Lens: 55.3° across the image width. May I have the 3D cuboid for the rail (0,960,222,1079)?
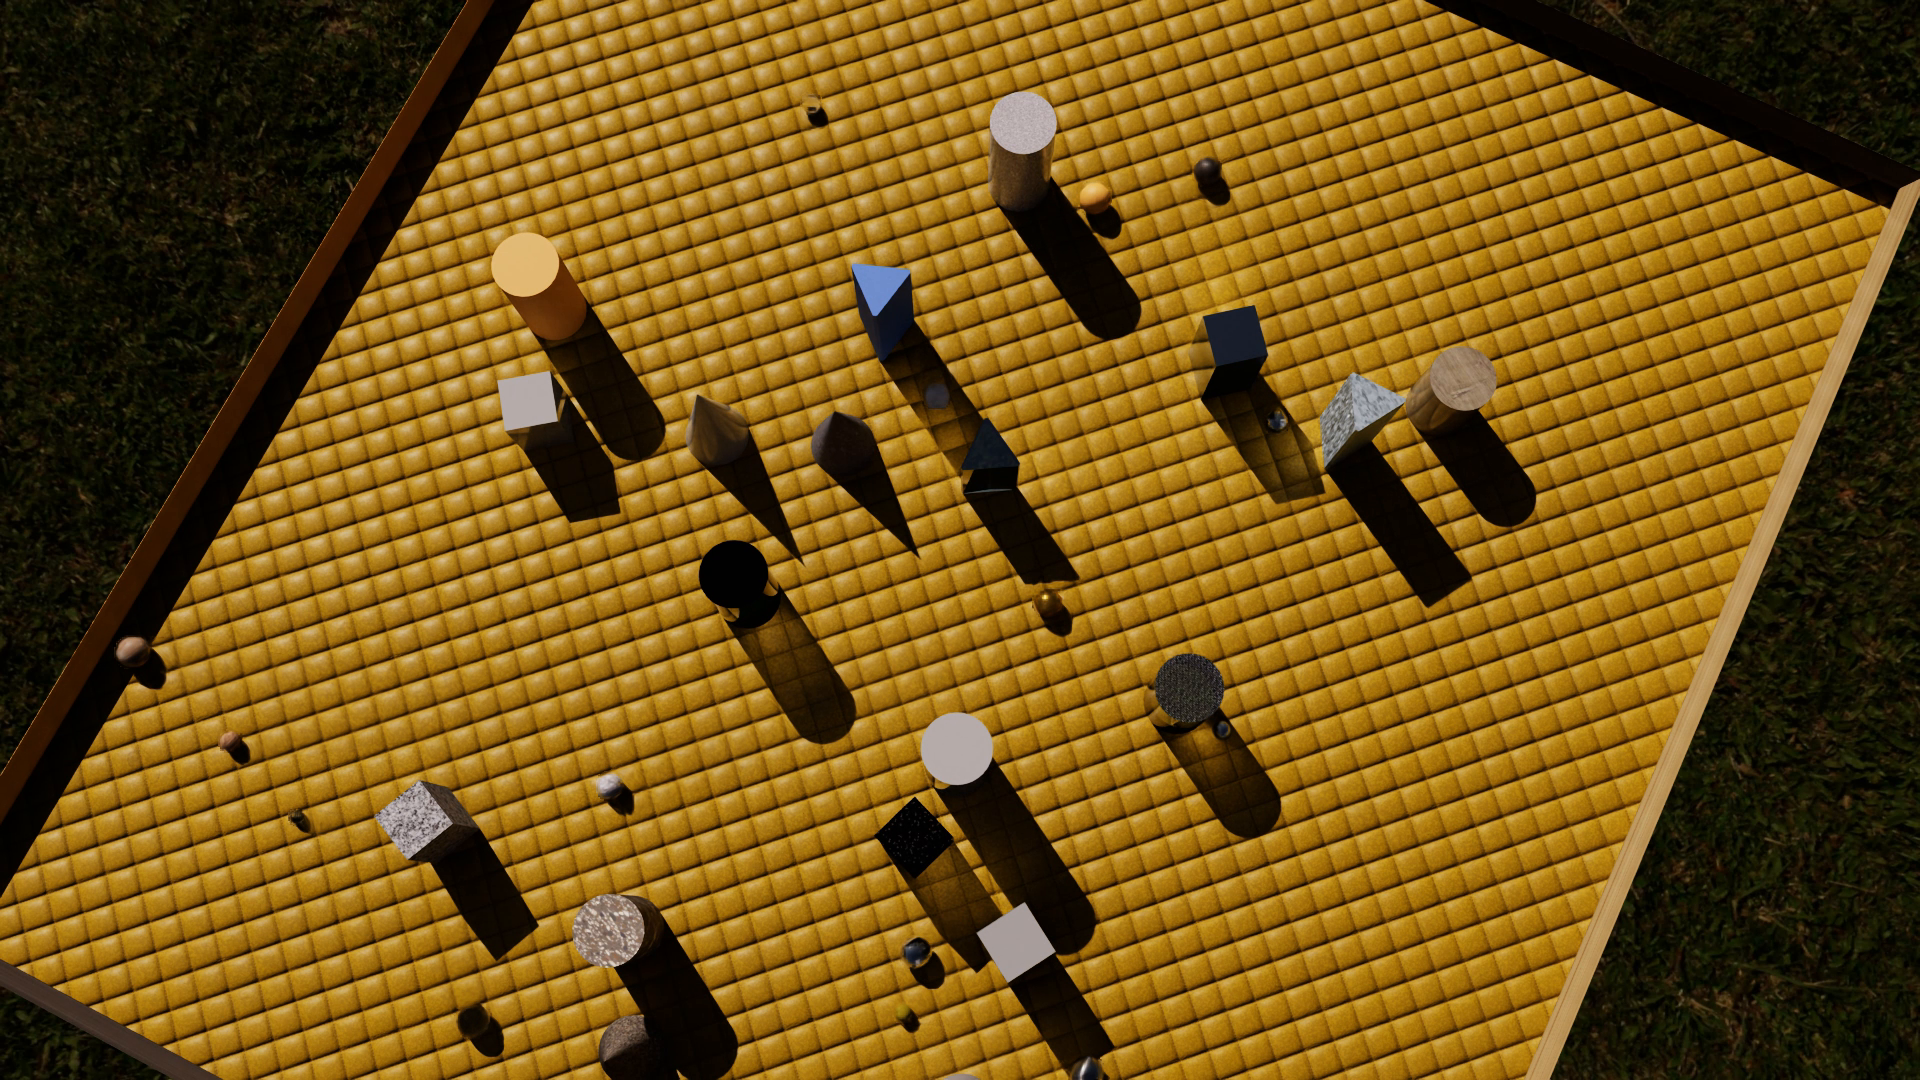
[{"bbox_3d":[-1.057,2.078,5.120,4.374,0.129,0.045,26,80,5],"label":"rail"}]

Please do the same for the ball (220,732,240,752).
[{"bbox_3d":[-2.175,0.601,5.463,0.057,0.057,0.057,0,78,0],"label":"ball"}]

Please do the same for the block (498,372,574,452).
[{"bbox_3d":[-1.288,-0.390,5.574,0.158,0.241,0.158,-11,79,-2],"label":"block"}]

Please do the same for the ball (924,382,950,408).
[{"bbox_3d":[-0.071,-0.448,5.669,0.078,0.078,0.078,0,78,0],"label":"ball"}]

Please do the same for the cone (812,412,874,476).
[{"bbox_3d":[-0.363,-0.334,5.489,0.198,0.386,0.198,0,78,0],"label":"cone"}]

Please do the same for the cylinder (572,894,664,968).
[{"bbox_3d":[-0.966,1.109,5.207,0.198,0.353,0.198,0,78,0],"label":"cylinder"}]

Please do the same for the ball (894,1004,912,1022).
[{"bbox_3d":[-0.163,1.370,5.307,0.051,0.051,0.051,0,78,0],"label":"ball"}]

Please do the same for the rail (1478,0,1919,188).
[{"bbox_3d":[1.057,-2.064,5.977,4.374,0.129,0.045,26,80,5],"label":"rail"}]

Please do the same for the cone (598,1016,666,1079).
[{"bbox_3d":[-0.949,1.435,5.098,0.198,0.435,0.198,0,78,0],"label":"cone"}]

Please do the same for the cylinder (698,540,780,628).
[{"bbox_3d":[-0.645,0.135,5.400,0.198,0.370,0.198,0,78,0],"label":"cylinder"}]

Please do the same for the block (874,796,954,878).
[{"bbox_3d":[-0.130,0.862,5.291,0.158,0.288,0.158,-43,82,-8],"label":"block"}]

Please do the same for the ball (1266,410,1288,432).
[{"bbox_3d":[0.978,-0.365,5.657,0.068,0.068,0.068,0,78,0],"label":"ball"}]

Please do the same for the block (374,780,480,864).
[{"bbox_3d":[-1.536,0.816,5.295,0.158,0.299,0.158,-39,81,-7],"label":"block"}]

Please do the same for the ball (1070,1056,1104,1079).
[{"bbox_3d":[0.363,1.528,5.251,0.096,0.096,0.096,0,78,0],"label":"ball"}]

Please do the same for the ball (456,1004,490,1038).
[{"bbox_3d":[-1.403,1.386,5.283,0.092,0.092,0.092,0,78,0],"label":"ball"}]

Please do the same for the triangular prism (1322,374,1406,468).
[{"bbox_3d":[1.162,-0.371,5.460,0.172,0.457,0.149,-32,80,-6],"label":"triangular prism"}]

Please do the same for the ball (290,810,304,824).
[{"bbox_3d":[-1.963,0.820,5.426,0.040,0.040,0.040,0,78,0],"label":"ball"}]

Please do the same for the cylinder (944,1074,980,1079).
[{"bbox_3d":[0.005,1.607,5.122,0.198,0.317,0.198,0,78,0],"label":"cylinder"}]

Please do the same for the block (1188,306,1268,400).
[{"bbox_3d":[0.809,-0.565,5.554,0.158,0.352,0.158,-12,79,-3],"label":"block"}]

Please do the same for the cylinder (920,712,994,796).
[{"bbox_3d":[-0.008,0.619,5.240,0.198,0.487,0.198,0,78,0],"label":"cylinder"}]

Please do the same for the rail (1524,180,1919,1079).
[{"bbox_3d":[1.935,0.954,5.352,0.045,0.129,4.776,26,80,5],"label":"rail"}]

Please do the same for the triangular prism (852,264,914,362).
[{"bbox_3d":[-0.255,-0.714,5.539,0.149,0.442,0.172,36,81,7],"label":"triangular prism"}]

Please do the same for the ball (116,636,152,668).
[{"bbox_3d":[-2.479,0.336,5.499,0.095,0.095,0.095,0,78,0],"label":"ball"}]

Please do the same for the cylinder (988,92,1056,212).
[{"bbox_3d":[0.187,-1.187,5.633,0.198,0.449,0.198,0,78,0],"label":"cylinder"}]

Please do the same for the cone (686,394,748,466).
[{"bbox_3d":[-0.753,-0.372,5.466,0.198,0.445,0.198,0,78,0],"label":"cone"}]

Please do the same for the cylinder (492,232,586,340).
[{"bbox_3d":[-1.273,-0.765,5.565,0.198,0.411,0.198,0,78,0],"label":"cylinder"}]

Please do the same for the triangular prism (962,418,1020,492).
[{"bbox_3d":[0.084,-0.256,5.516,0.172,0.300,0.149,-5,78,-1],"label":"triangular prism"}]

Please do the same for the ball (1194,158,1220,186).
[{"bbox_3d":[0.784,-1.170,5.815,0.086,0.086,0.086,0,78,0],"label":"ball"}]

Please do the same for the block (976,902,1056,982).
[{"bbox_3d":[0.156,1.147,5.230,0.158,0.292,0.158,-32,80,-6],"label":"block"}]

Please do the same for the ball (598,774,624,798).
[{"bbox_3d":[-1.034,0.728,5.427,0.075,0.075,0.075,0,78,0],"label":"ball"}]

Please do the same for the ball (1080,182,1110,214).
[{"bbox_3d":[0.427,-1.079,5.789,0.099,0.099,0.099,0,78,0],"label":"ball"}]

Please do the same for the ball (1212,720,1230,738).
[{"bbox_3d":[0.780,0.567,5.472,0.054,0.054,0.054,0,78,0],"label":"ball"}]

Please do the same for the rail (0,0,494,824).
[{"bbox_3d":[-1.935,-0.941,5.745,0.045,0.129,4.776,26,80,5],"label":"rail"}]

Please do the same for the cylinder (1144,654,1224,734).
[{"bbox_3d":[0.651,0.453,5.357,0.198,0.325,0.198,0,78,0],"label":"cylinder"}]

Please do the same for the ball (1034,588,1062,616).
[{"bbox_3d":[0.267,0.190,5.534,0.084,0.084,0.084,0,78,0],"label":"ball"}]

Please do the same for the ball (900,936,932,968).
[{"bbox_3d":[-0.127,1.197,5.322,0.093,0.093,0.093,0,78,0],"label":"ball"}]

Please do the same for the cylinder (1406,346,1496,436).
[{"bbox_3d":[1.485,-0.447,5.555,0.198,0.302,0.198,0,78,0],"label":"cylinder"}]

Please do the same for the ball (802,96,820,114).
[{"bbox_3d":[-0.477,-1.396,5.875,0.059,0.059,0.059,0,78,0],"label":"ball"}]
